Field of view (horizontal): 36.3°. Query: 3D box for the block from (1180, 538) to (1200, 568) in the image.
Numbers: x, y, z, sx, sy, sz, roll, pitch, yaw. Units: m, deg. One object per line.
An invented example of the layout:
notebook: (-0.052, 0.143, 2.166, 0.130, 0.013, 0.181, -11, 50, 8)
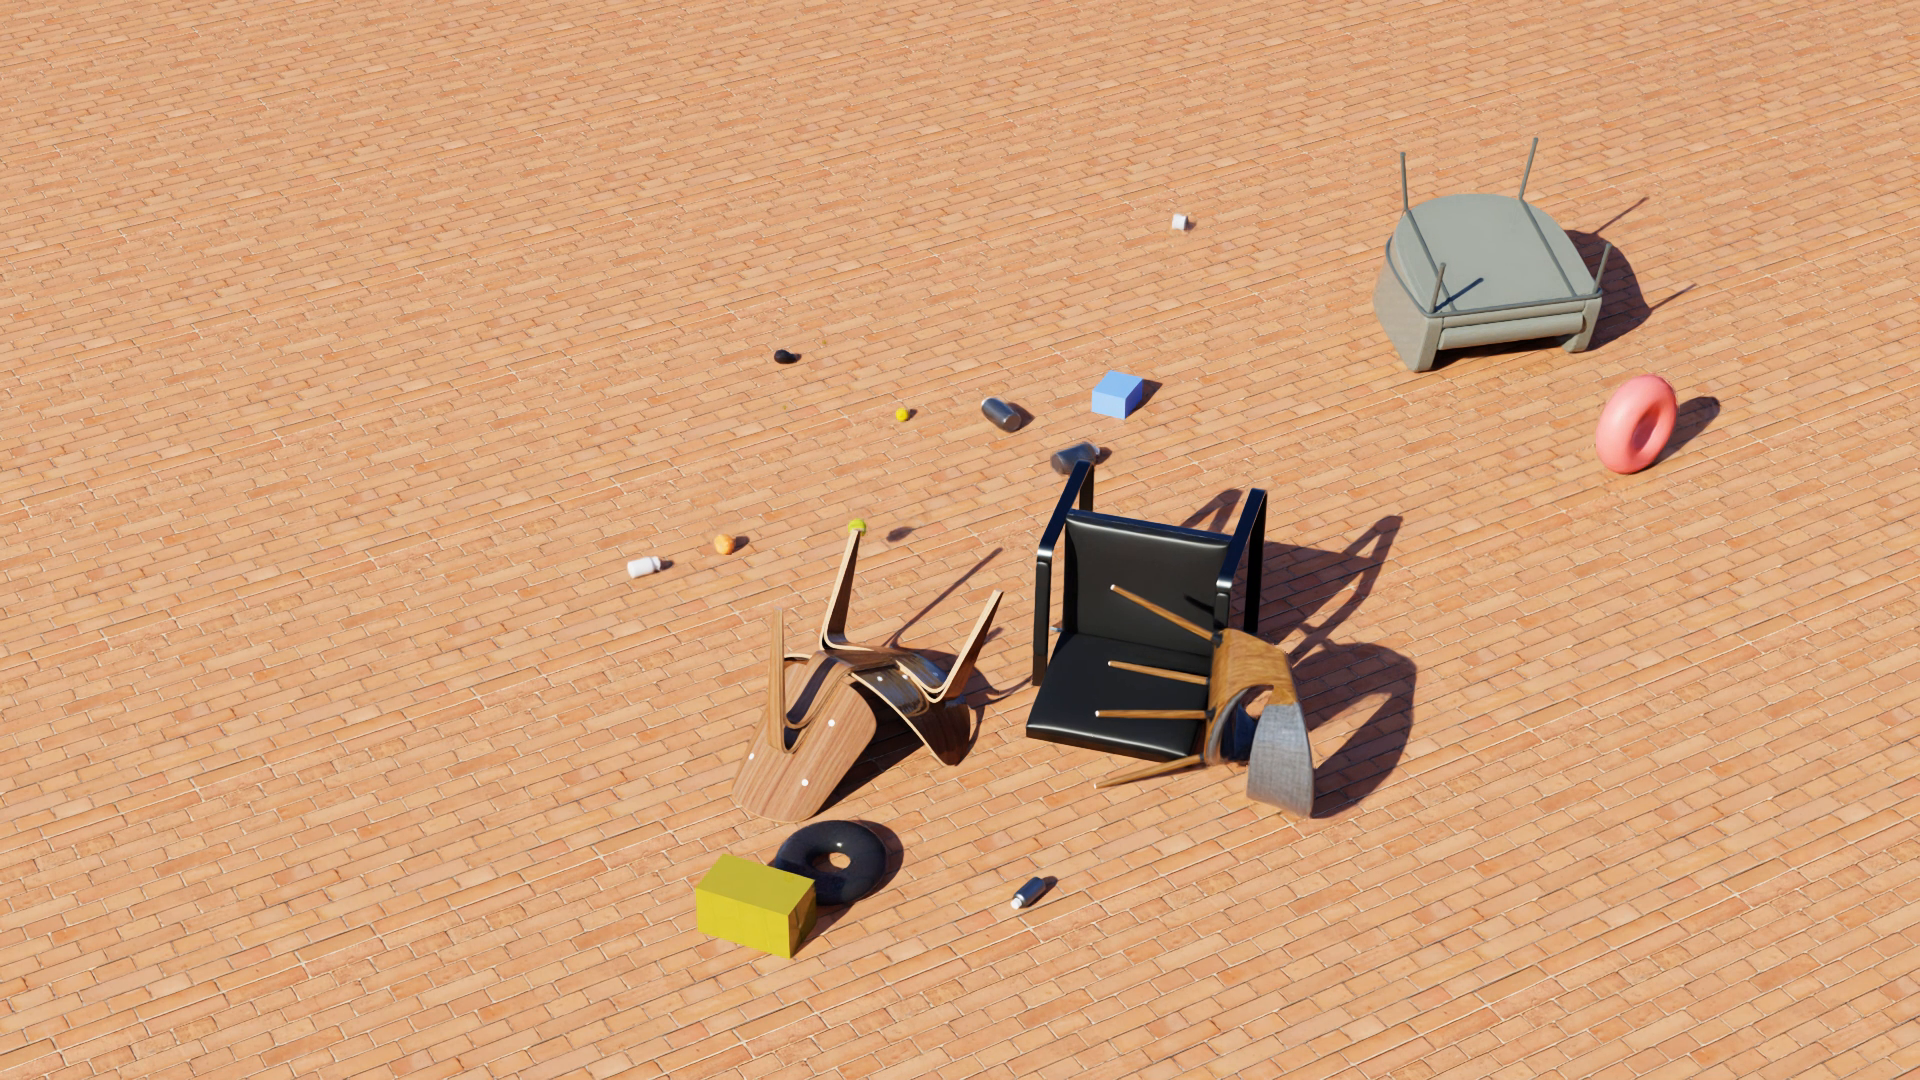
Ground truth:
block: (0.851, 0.048, 10.810, 0.049, 0.067, 0.082, 11, 35, 16)

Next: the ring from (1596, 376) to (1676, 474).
ring: (2.595, -0.443, 11.250, 0.399, 0.413, 0.142, -43, 50, -16)

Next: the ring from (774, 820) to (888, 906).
ring: (-0.410, 1.024, 9.317, 0.358, 0.082, 0.402, 11, 34, 15)

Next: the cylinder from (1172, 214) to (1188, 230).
cylinder: (0.976, -1.410, 13.022, 0.051, 0.061, 0.080, 8, -5, 12)

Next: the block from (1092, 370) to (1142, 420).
block: (0.630, -0.582, 11.740, 0.143, 0.096, 0.181, 15, 36, 21)

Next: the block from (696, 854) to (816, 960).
block: (-0.630, 1.131, 9.068, 0.319, 0.175, 0.184, 14, 36, 20)
